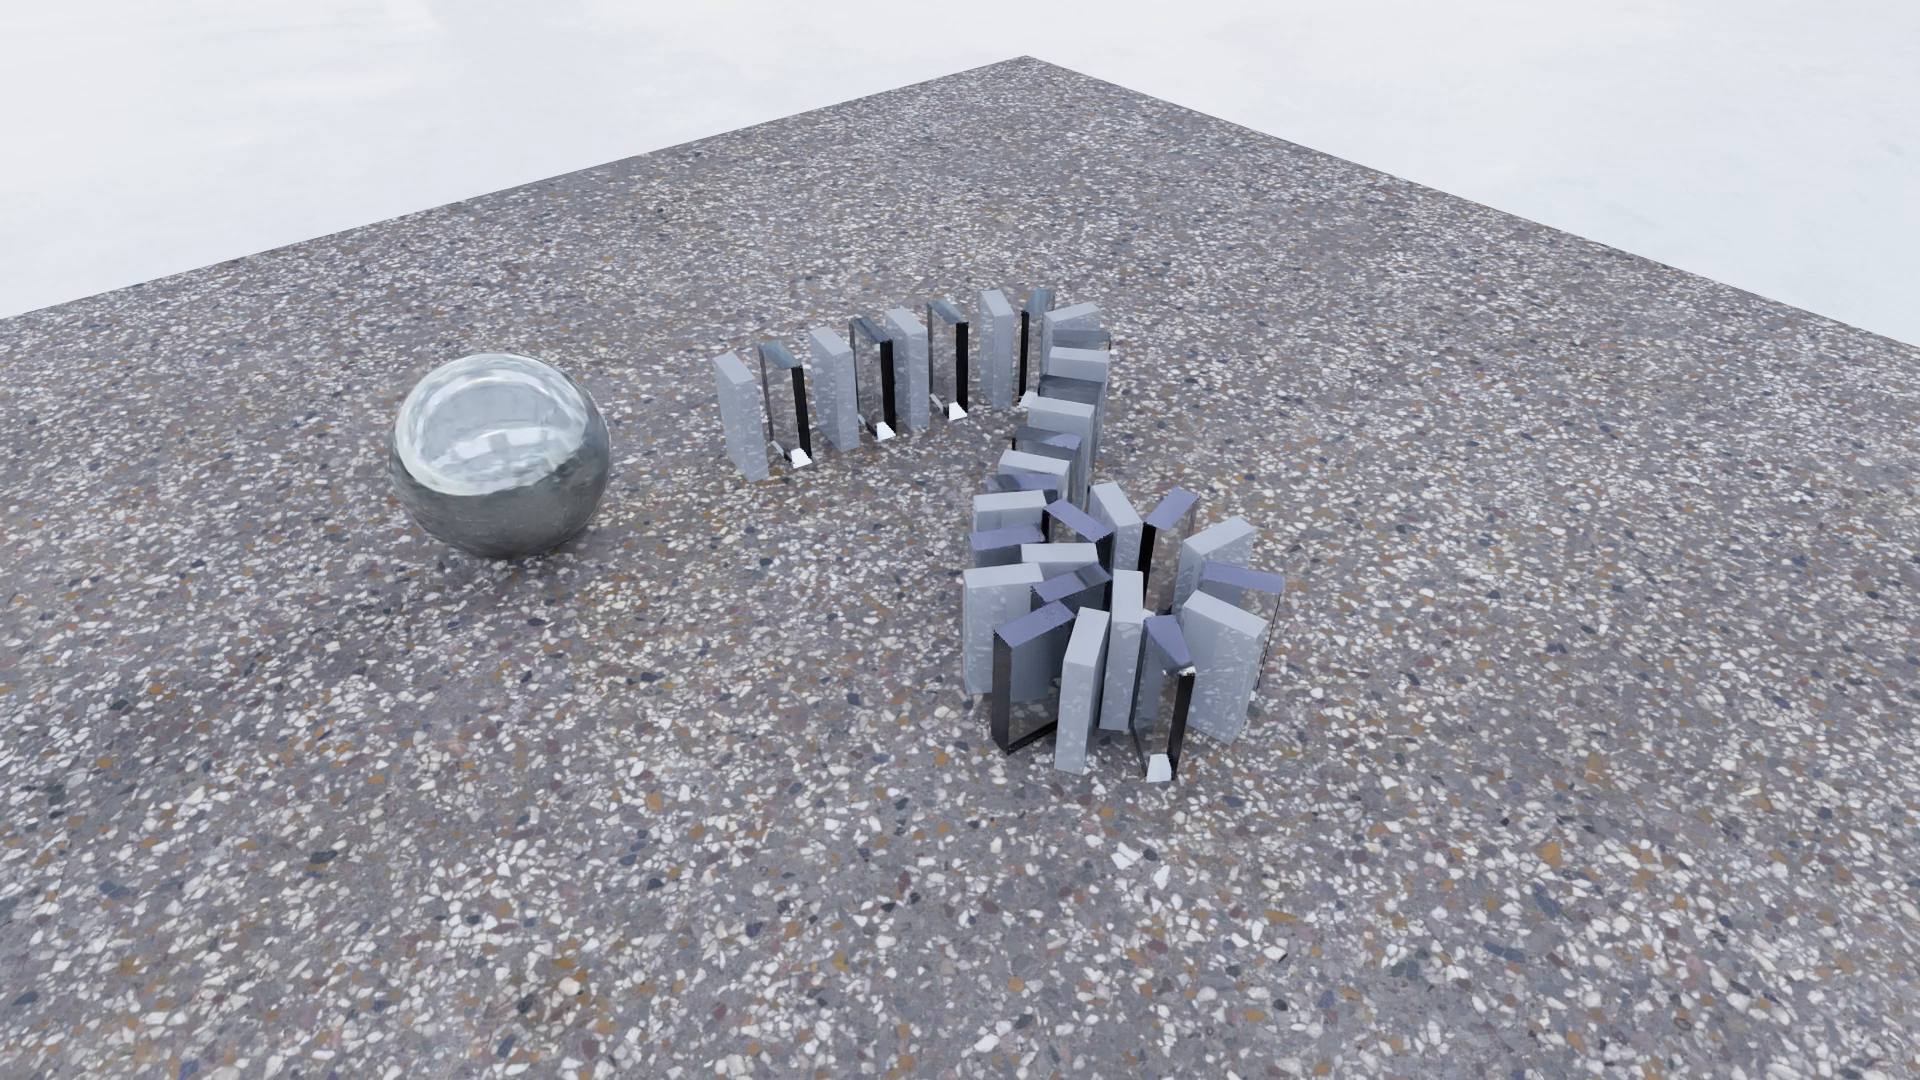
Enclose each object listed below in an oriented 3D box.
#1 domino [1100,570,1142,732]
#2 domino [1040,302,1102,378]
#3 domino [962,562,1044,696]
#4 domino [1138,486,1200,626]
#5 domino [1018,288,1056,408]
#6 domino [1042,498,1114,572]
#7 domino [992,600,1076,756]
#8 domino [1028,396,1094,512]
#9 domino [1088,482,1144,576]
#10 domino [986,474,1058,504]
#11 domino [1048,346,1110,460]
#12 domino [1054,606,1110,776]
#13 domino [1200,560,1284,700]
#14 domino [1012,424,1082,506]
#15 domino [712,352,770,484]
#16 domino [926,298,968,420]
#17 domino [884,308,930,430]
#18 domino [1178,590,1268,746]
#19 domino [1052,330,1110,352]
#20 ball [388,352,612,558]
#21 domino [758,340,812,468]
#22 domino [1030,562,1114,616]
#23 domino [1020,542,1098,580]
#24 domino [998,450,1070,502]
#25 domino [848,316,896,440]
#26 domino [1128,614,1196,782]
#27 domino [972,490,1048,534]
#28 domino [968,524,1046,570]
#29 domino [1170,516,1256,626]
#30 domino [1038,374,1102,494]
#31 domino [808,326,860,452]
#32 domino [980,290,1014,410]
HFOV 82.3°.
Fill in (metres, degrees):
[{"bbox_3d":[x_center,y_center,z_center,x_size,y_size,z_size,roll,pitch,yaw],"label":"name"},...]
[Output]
[{"bbox_3d":[0.053,0.037,0.366,0.010,0.050,0.025,5,40,6],"label":"domino"},{"bbox_3d":[0.051,-0.084,0.514,0.025,0.050,0.009,-18,43,-21],"label":"domino"},{"bbox_3d":[0.014,0.031,0.374,0.025,0.050,0.009,-6,40,-7],"label":"domino"},{"bbox_3d":[0.074,0.008,0.401,0.009,0.050,0.025,24,45,26],"label":"domino"},{"bbox_3d":[0.036,-0.091,0.522,0.010,0.050,0.025,12,41,14],"label":"domino"},{"bbox_3d":[0.041,0.012,0.396,0.009,0.050,0.025,-29,47,-30],"label":"domino"},{"bbox_3d":[0.023,0.045,0.356,0.025,0.050,0.010,-23,45,-26],"label":"domino"},{"bbox_3d":[0.040,-0.034,0.453,0.025,0.050,0.010,11,41,13],"label":"domino"},{"bbox_3d":[0.055,0.007,0.403,0.010,0.050,0.025,-11,41,-13],"label":"domino"},{"bbox_3d":[0.022,-0.002,0.413,0.025,0.050,0.009,0,39,-1],"label":"domino"},{"bbox_3d":[0.051,-0.060,0.484,0.025,0.050,0.009,7,40,9],"label":"domino"},{"bbox_3d":[0.039,0.049,0.352,0.009,0.050,0.025,11,41,13],"label":"domino"},{"bbox_3d":[0.092,0.031,0.373,0.025,0.050,0.009,12,41,14],"label":"domino"},{"bbox_3d":[0.033,-0.020,0.436,0.025,0.050,0.009,12,41,15],"label":"domino"},{"bbox_3d":[-0.095,-0.052,0.476,0.009,0.050,0.025,-21,44,-23],"label":"domino"},{"bbox_3d":[-0.006,-0.084,0.514,0.010,0.050,0.025,-16,42,-19],"label":"domino"},{"bbox_3d":[-0.024,-0.079,0.507,0.009,0.050,0.025,-18,43,-21],"label":"domino"},{"bbox_3d":[0.083,0.042,0.360,0.025,0.050,0.009,25,45,27],"label":"domino"},{"bbox_3d":[0.053,-0.070,0.497,0.025,0.050,0.010,2,39,2],"label":"domino"},{"bbox_3d":[-0.177,-0.033,0.428,0.080,0.080,0.080,0,39,0],"label":"ball"},{"bbox_3d":[-0.077,-0.059,0.484,0.010,0.050,0.025,-21,44,-24],"label":"domino"},{"bbox_3d":[0.036,0.033,0.371,0.025,0.050,0.009,-18,43,-21],"label":"domino"},{"bbox_3d":[0.033,0.024,0.383,0.025,0.050,0.010,-1,39,-1],"label":"domino"},{"bbox_3d":[0.027,-0.009,0.423,0.025,0.050,0.010,12,41,14],"label":"domino"},{"bbox_3d":[-0.040,-0.073,0.501,0.009,0.050,0.025,-19,43,-22],"label":"domino"},{"bbox_3d":[0.064,0.051,0.349,0.010,0.050,0.025,-4,39,-5],"label":"domino"},{"bbox_3d":[0.018,0.005,0.405,0.025,0.050,0.009,-5,40,-6],"label":"domino"},{"bbox_3d":[0.016,0.018,0.389,0.025,0.050,0.009,-9,40,-11],"label":"domino"},{"bbox_3d":[0.088,0.018,0.390,0.025,0.050,0.009,-23,44,-25],"label":"domino"},{"bbox_3d":[0.045,-0.044,0.466,0.025,0.050,0.009,10,40,12],"label":"domino"},{"bbox_3d":[-0.056,-0.067,0.494,0.010,0.050,0.025,-21,44,-23],"label":"domino"},{"bbox_3d":[0.017,-0.090,0.521,0.009,0.050,0.025,-9,40,-10],"label":"domino"}]
